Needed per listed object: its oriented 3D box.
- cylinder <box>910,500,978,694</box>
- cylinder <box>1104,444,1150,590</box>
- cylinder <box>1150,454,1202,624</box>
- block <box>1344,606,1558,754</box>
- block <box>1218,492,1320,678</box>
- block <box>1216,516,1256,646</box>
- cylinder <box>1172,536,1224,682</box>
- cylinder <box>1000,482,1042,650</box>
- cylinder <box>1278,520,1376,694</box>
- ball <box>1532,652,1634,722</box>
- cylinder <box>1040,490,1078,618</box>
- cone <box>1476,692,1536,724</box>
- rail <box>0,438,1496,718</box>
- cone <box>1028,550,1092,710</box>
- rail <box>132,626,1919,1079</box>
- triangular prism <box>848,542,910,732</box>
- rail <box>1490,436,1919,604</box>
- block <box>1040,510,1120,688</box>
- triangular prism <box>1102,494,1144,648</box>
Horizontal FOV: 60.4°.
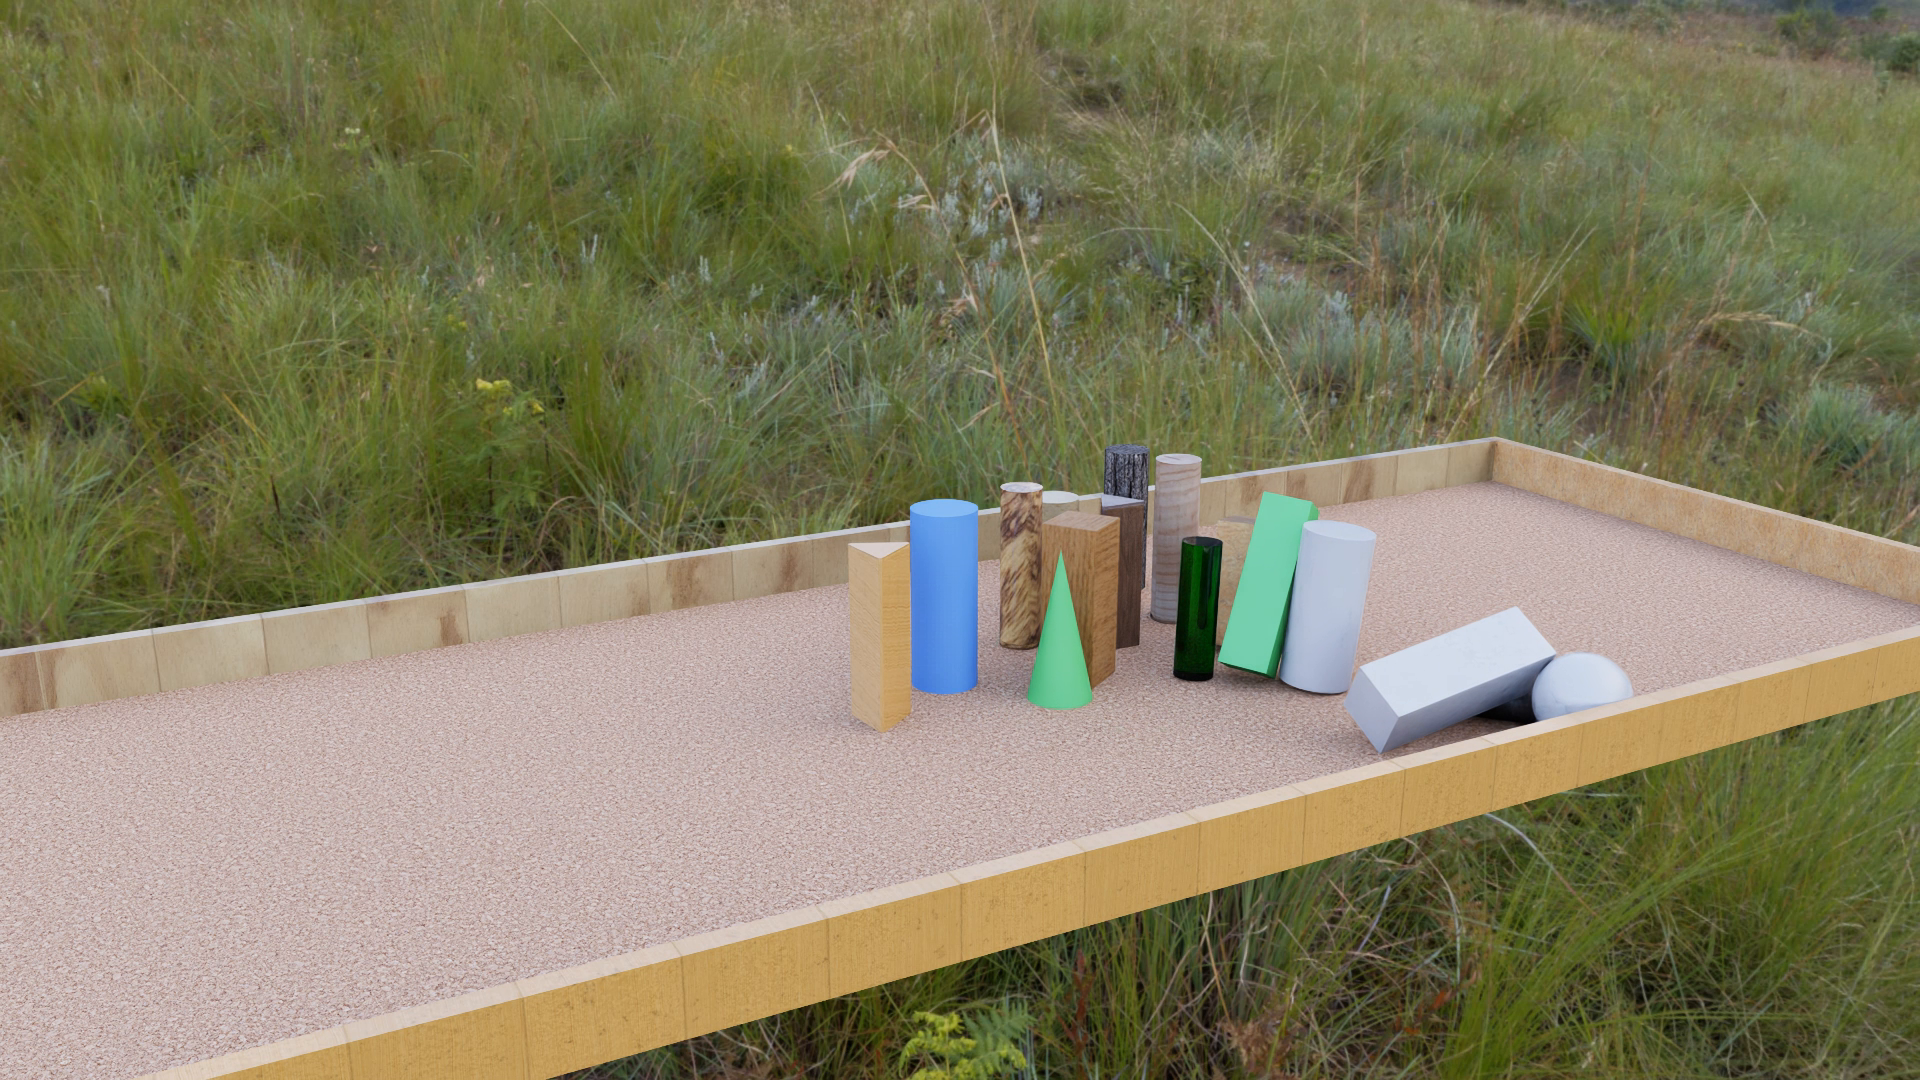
[{"bbox_3d":[-0.039,0.139,4.078,0.166,0.453,0.166,0,16,0],"label":"cylinder"},{"bbox_3d":[0.485,-0.064,4.836,0.129,0.415,0.129,0,16,0],"label":"cylinder"},{"bbox_3d":[0.595,-0.002,4.554,0.124,0.456,0.124,0,16,0],"label":"cylinder"},{"bbox_3d":[1.120,0.318,3.775,0.450,0.148,0.148,-18,54,-20],"label":"block"},{"bbox_3d":[0.778,0.114,4.147,0.124,0.442,0.124,14,-6,23],"label":"block"},{"bbox_3d":[0.766,0.112,4.357,0.161,0.327,0.161,7,8,23],"label":"block"},{"bbox_3d":[0.597,0.172,4.140,0.102,0.349,0.102,2,14,0],"label":"cylinder"},{"bbox_3d":[0.161,0.069,4.353,0.110,0.432,0.110,0,16,0],"label":"cylinder"},{"bbox_3d":[0.907,0.163,4.075,0.178,0.392,0.178,6,15,-2],"label":"cylinder"},{"bbox_3d":[1.408,0.363,3.729,0.219,0.219,0.219,0,16,0],"label":"ball"},{"bbox_3d":[0.262,0.043,4.611,0.134,0.337,0.134,0,16,0],"label":"cylinder"},{"bbox_3d":[1.345,0.398,3.876,0.455,0.144,0.144,16,21,19],"label":"cone"},{"bbox_3d":[-3.305,0.497,3.399,12.000,0.150,0.050,-9,18,-27],"label":"rail"},{"bbox_3d":[0.243,0.203,3.989,0.161,0.379,0.161,-1,17,0],"label":"cone"},{"bbox_3d":[-2.336,1.006,1.665,12.000,0.150,0.050,-9,18,-27],"label":"rail"},{"bbox_3d":[-0.169,0.219,3.859,0.121,0.424,0.139,-11,20,-32],"label":"triangular prism"},{"bbox_3d":[2.466,-0.048,5.253,0.050,0.150,2.100,-9,18,-27],"label":"rail"},{"bbox_3d":[0.299,0.148,4.126,0.143,0.408,0.143,9,18,28],"label":"block"},{"bbox_3d":[0.400,0.083,4.367,0.125,0.397,0.108,-8,18,-26],"label":"triangular prism"}]
